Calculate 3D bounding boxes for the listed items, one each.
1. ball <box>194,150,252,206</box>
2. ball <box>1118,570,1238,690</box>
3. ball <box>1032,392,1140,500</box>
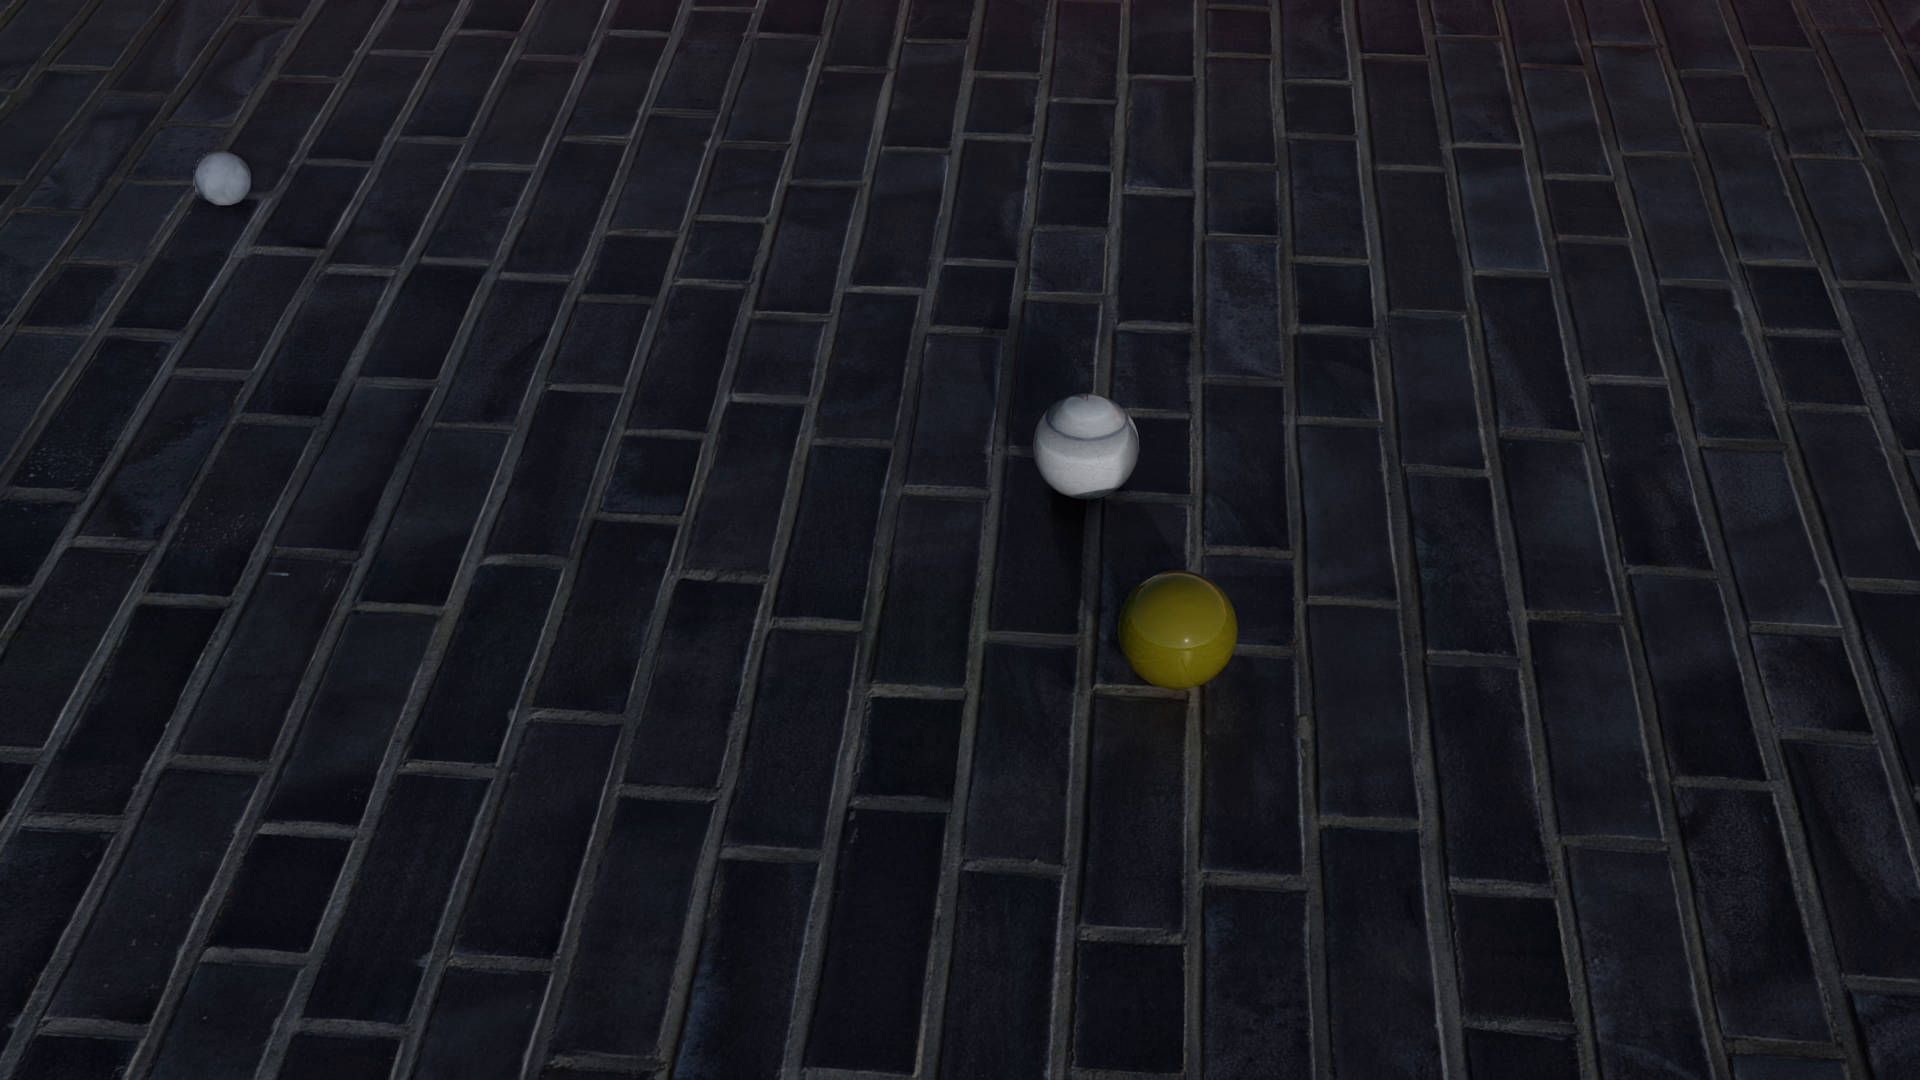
[{"bbox_3d":[-0.577,-0.283,2.008,0.043,0.043,0.043,0,36,0],"label":"ball"},{"bbox_3d":[0.130,0.053,1.527,0.071,0.071,0.071,0,36,0],"label":"ball"},{"bbox_3d":[0.083,-0.061,1.684,0.070,0.070,0.070,0,36,0],"label":"ball"}]
